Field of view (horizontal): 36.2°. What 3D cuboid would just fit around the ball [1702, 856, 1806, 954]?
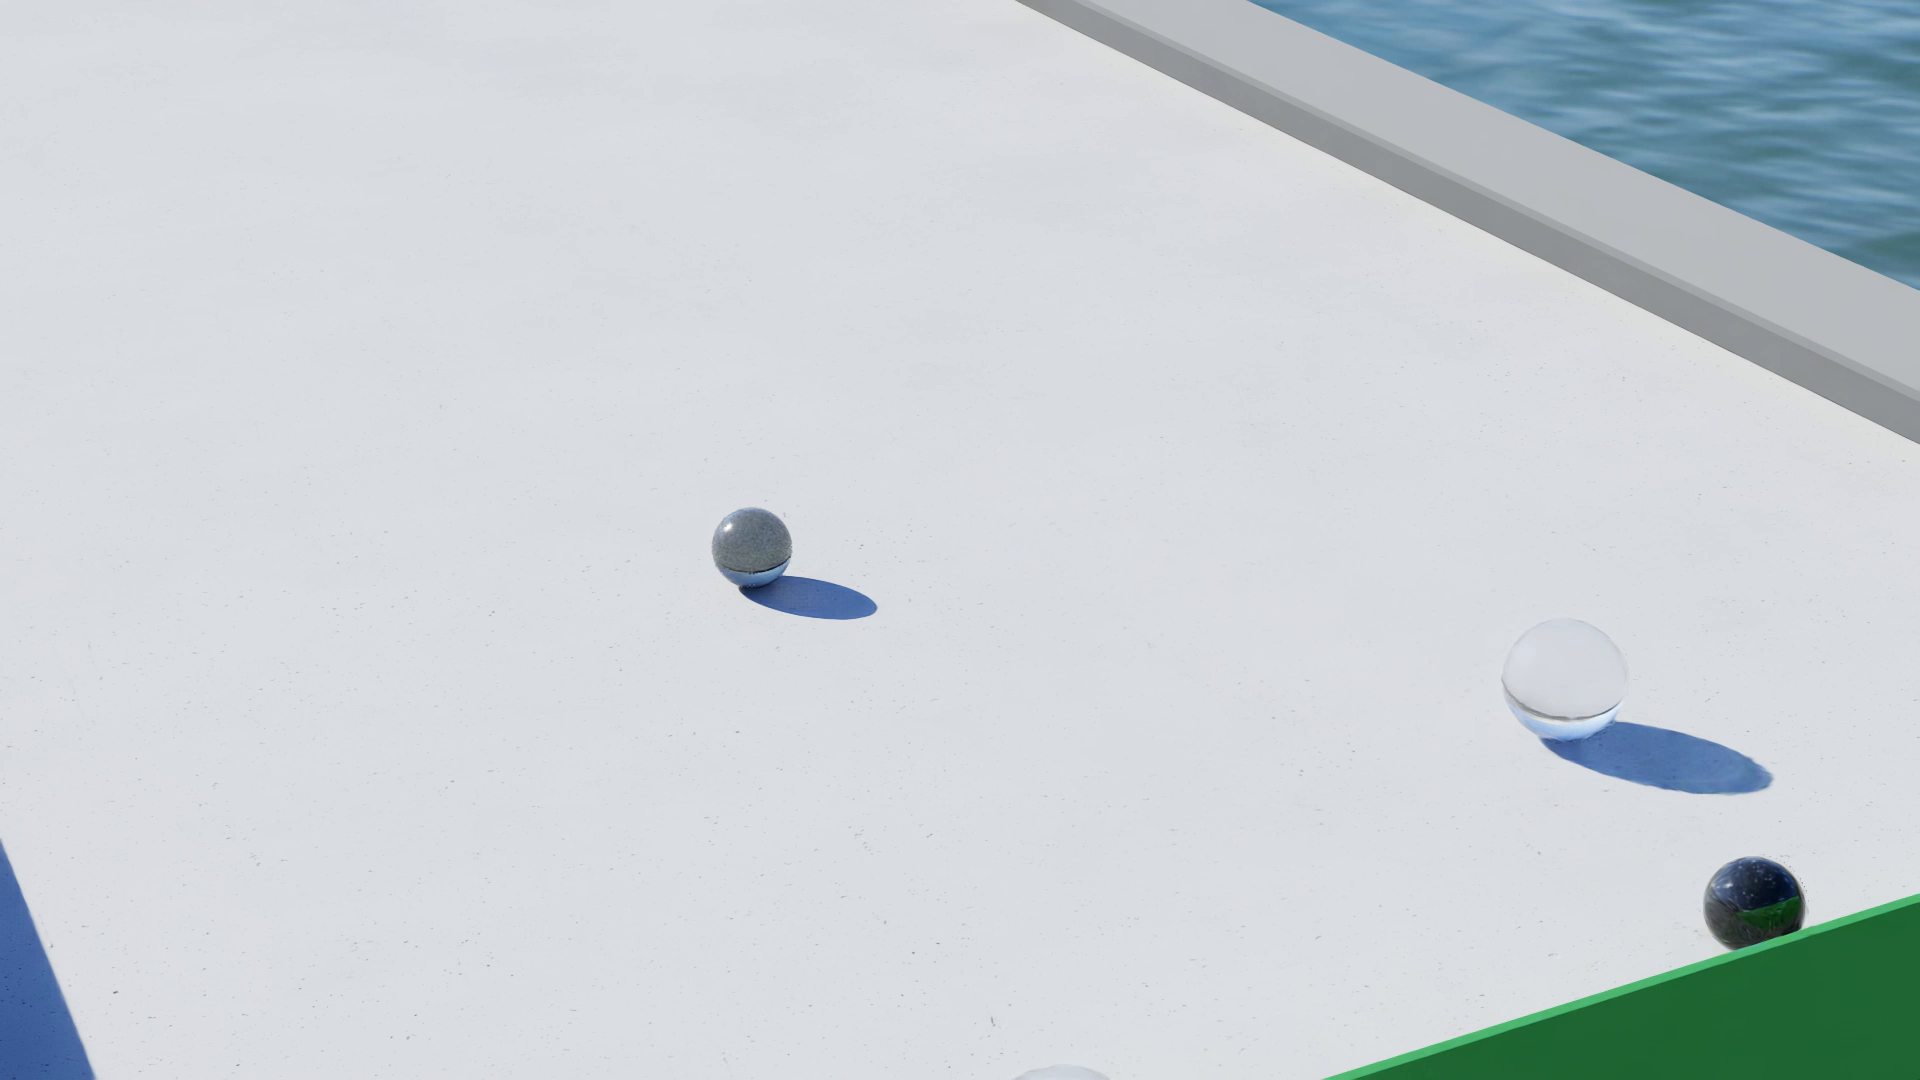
[{"bbox_3d":[0.453,0.209,1.678,0.058,0.058,0.058,0,25,0],"label":"ball"}]

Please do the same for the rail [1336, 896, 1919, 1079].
[{"bbox_3d":[0.341,0.260,1.491,1.611,0.121,0.045,-12,27,-24],"label":"rail"}]

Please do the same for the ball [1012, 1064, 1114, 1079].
[{"bbox_3d":[0.050,0.303,1.434,0.093,0.093,0.093,0,25,0],"label":"ball"}]

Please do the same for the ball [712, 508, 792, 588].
[{"bbox_3d":[-0.150,0.006,2.116,0.058,0.058,0.058,0,25,0],"label":"ball"}]

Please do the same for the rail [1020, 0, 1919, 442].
[{"bbox_3d":[0.348,-0.468,3.061,0.045,0.121,3.136,-12,27,-24],"label":"rail"}]

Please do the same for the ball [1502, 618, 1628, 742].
[{"bbox_3d":[0.392,0.091,1.906,0.080,0.080,0.080,0,25,0],"label":"ball"}]
